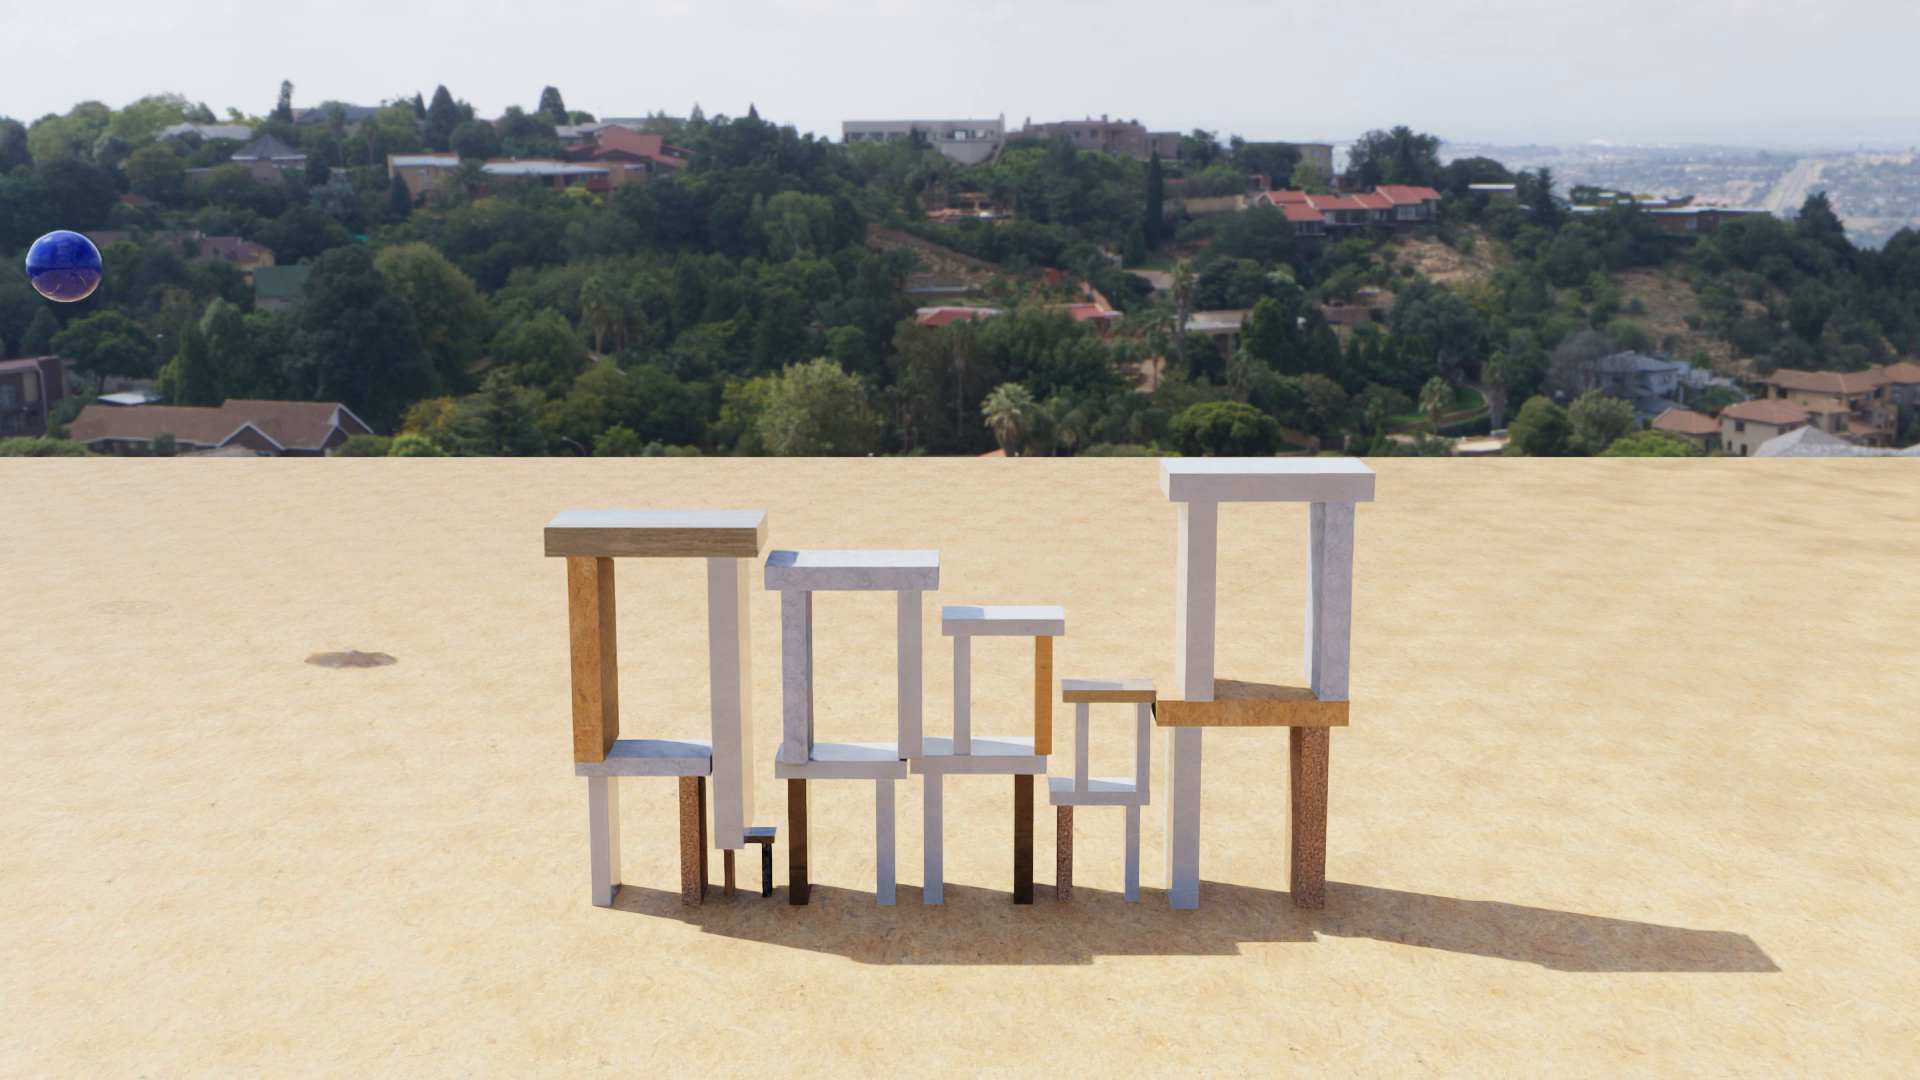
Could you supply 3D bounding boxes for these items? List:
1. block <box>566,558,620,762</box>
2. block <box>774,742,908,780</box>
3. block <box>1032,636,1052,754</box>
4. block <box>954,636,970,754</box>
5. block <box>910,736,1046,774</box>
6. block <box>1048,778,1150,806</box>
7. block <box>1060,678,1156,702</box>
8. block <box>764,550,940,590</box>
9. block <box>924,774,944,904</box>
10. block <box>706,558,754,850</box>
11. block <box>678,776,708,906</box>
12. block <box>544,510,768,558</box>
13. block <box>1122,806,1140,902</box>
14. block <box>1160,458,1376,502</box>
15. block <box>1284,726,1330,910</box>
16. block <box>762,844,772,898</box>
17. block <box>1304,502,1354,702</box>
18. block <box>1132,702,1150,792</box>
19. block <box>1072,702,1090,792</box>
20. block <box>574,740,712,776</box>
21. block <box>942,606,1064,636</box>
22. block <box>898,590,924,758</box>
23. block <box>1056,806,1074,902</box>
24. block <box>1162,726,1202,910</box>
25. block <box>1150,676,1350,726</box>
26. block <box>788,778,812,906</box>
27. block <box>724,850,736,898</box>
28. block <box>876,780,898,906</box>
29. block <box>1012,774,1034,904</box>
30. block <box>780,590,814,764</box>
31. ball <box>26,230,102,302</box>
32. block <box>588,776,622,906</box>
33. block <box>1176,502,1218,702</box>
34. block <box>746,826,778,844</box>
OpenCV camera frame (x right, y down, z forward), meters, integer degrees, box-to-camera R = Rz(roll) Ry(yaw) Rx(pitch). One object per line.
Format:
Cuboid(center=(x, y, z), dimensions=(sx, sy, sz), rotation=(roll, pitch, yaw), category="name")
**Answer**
Cuboid(center=(-0.598, 0.177, 3.590), dimensions=(0.048, 0.337, 0.168), rotation=(0, 11, 0), category="block")
Cuboid(center=(-0.193, 0.364, 3.625), dimensions=(0.215, 0.030, 0.108), rotation=(0, 11, 0), category="block")
Cuboid(center=(0.136, 0.243, 3.606), dimensions=(0.028, 0.198, 0.099), rotation=(0, 11, 0), category="block")
Cuboid(center=(0.003, 0.243, 3.607), dimensions=(0.028, 0.198, 0.099), rotation=(0, 11, 0), category="block")
Cuboid(center=(0.030, 0.355, 3.629), dimensions=(0.222, 0.031, 0.111), rotation=(0, 11, 0), category="block")
Cuboid(center=(0.229, 0.416, 3.640), dimensions=(0.165, 0.023, 0.082), rotation=(0, 11, 0), category="block")
Cuboid(center=(0.242, 0.247, 3.604), dimensions=(0.150, 0.021, 0.075), rotation=(0, 11, 0), category="block")
Cuboid(center=(-0.173, 0.049, 3.568), dimensions=(0.277, 0.039, 0.139), rotation=(0, 11, 0), category="block")
Cuboid(center=(-0.044, 0.480, 3.651), dimensions=(0.031, 0.222, 0.111), rotation=(0, 11, 0), category="block")
Cuboid(center=(-0.374, 0.249, 3.601), dimensions=(0.048, 0.481, 0.168), rotation=(0, 11, 1), category="block")
Cuboid(center=(-0.441, 0.482, 3.645), dimensions=(0.031, 0.221, 0.110), rotation=(0, 11, 0), category="block")
Cuboid(center=(-0.487, -0.011, 3.553), dimensions=(0.337, 0.048, 0.168), rotation=(0, 11, 1), category="block")
Cuboid(center=(0.284, 0.508, 3.657), dimensions=(0.023, 0.165, 0.082), rotation=(0, 11, 0), category="block")
Cuboid(center=(0.491, -0.097, 3.540), dimensions=(0.324, 0.046, 0.162), rotation=(0, 11, 0), category="block")
Cuboid(center=(0.573, 0.438, 3.643), dimensions=(0.044, 0.309, 0.154), rotation=(0, 11, 0), category="block")
Cuboid(center=(-0.321, 0.543, 3.666), dimensions=(0.013, 0.094, 0.047), rotation=(0, 11, 0), category="block")
Cuboid(center=(0.599, 0.085, 3.573), dimensions=(0.046, 0.324, 0.162), rotation=(0, 11, -1), category="block")
Cuboid(center=(0.299, 0.332, 3.619), dimensions=(0.021, 0.150, 0.075), rotation=(0, 11, 0), category="block")
Cuboid(center=(0.199, 0.332, 3.619), dimensions=(0.021, 0.150, 0.075), rotation=(0, 11, 0), category="block")
Cuboid(center=(-0.515, 0.358, 3.622), dimensions=(0.220, 0.031, 0.110), rotation=(0, 11, 0), category="block")
Cuboid(center=(0.070, 0.132, 3.586), dimensions=(0.198, 0.028, 0.099), rotation=(0, 11, 0), category="block")
Cuboid(center=(-0.080, 0.204, 3.597), dimensions=(0.039, 0.277, 0.139), rotation=(0, 11, 0), category="block")
Cuboid(center=(0.174, 0.508, 3.657), dimensions=(0.023, 0.165, 0.082), rotation=(0, 11, 0), category="block")
Cuboid(center=(0.368, 0.438, 3.643), dimensions=(0.044, 0.309, 0.154), rotation=(0, 11, 0), category="block")
Cuboid(center=(0.471, 0.265, 3.611), dimensions=(0.309, 0.044, 0.154), rotation=(0, 11, 0), category="block")
Cuboid(center=(-0.265, 0.485, 3.648), dimensions=(0.030, 0.215, 0.108), rotation=(0, 11, 0), category="block")
Cuboid(center=(-0.384, 0.543, 3.666), dimensions=(0.013, 0.094, 0.047), rotation=(0, 11, 0), category="block")
Cuboid(center=(-0.122, 0.485, 3.648), dimensions=(0.030, 0.215, 0.108), rotation=(0, 11, 0), category="block")
Cuboid(center=(0.104, 0.480, 3.652), dimensions=(0.031, 0.222, 0.111), rotation=(0, 11, 0), category="block")
Cuboid(center=(-0.265, 0.208, 3.597), dimensions=(0.039, 0.285, 0.139), rotation=(0, 11, 0), category="block")
Cuboid(center=(-2.223, -0.678, 5.458), dimensions=(0.177, 0.177, 0.177), rotation=(0, 11, 0), category="ball")
Cuboid(center=(-0.588, 0.482, 3.645), dimensions=(0.031, 0.221, 0.110), rotation=(0, 11, 0), category="block")
Cuboid(center=(0.383, 0.085, 3.572), dimensions=(0.046, 0.324, 0.162), rotation=(0, 11, 0), category="block")
Cuboid(center=(-0.353, 0.491, 3.655), dimensions=(0.094, 0.013, 0.047), rotation=(0, 11, 1), category="block")
